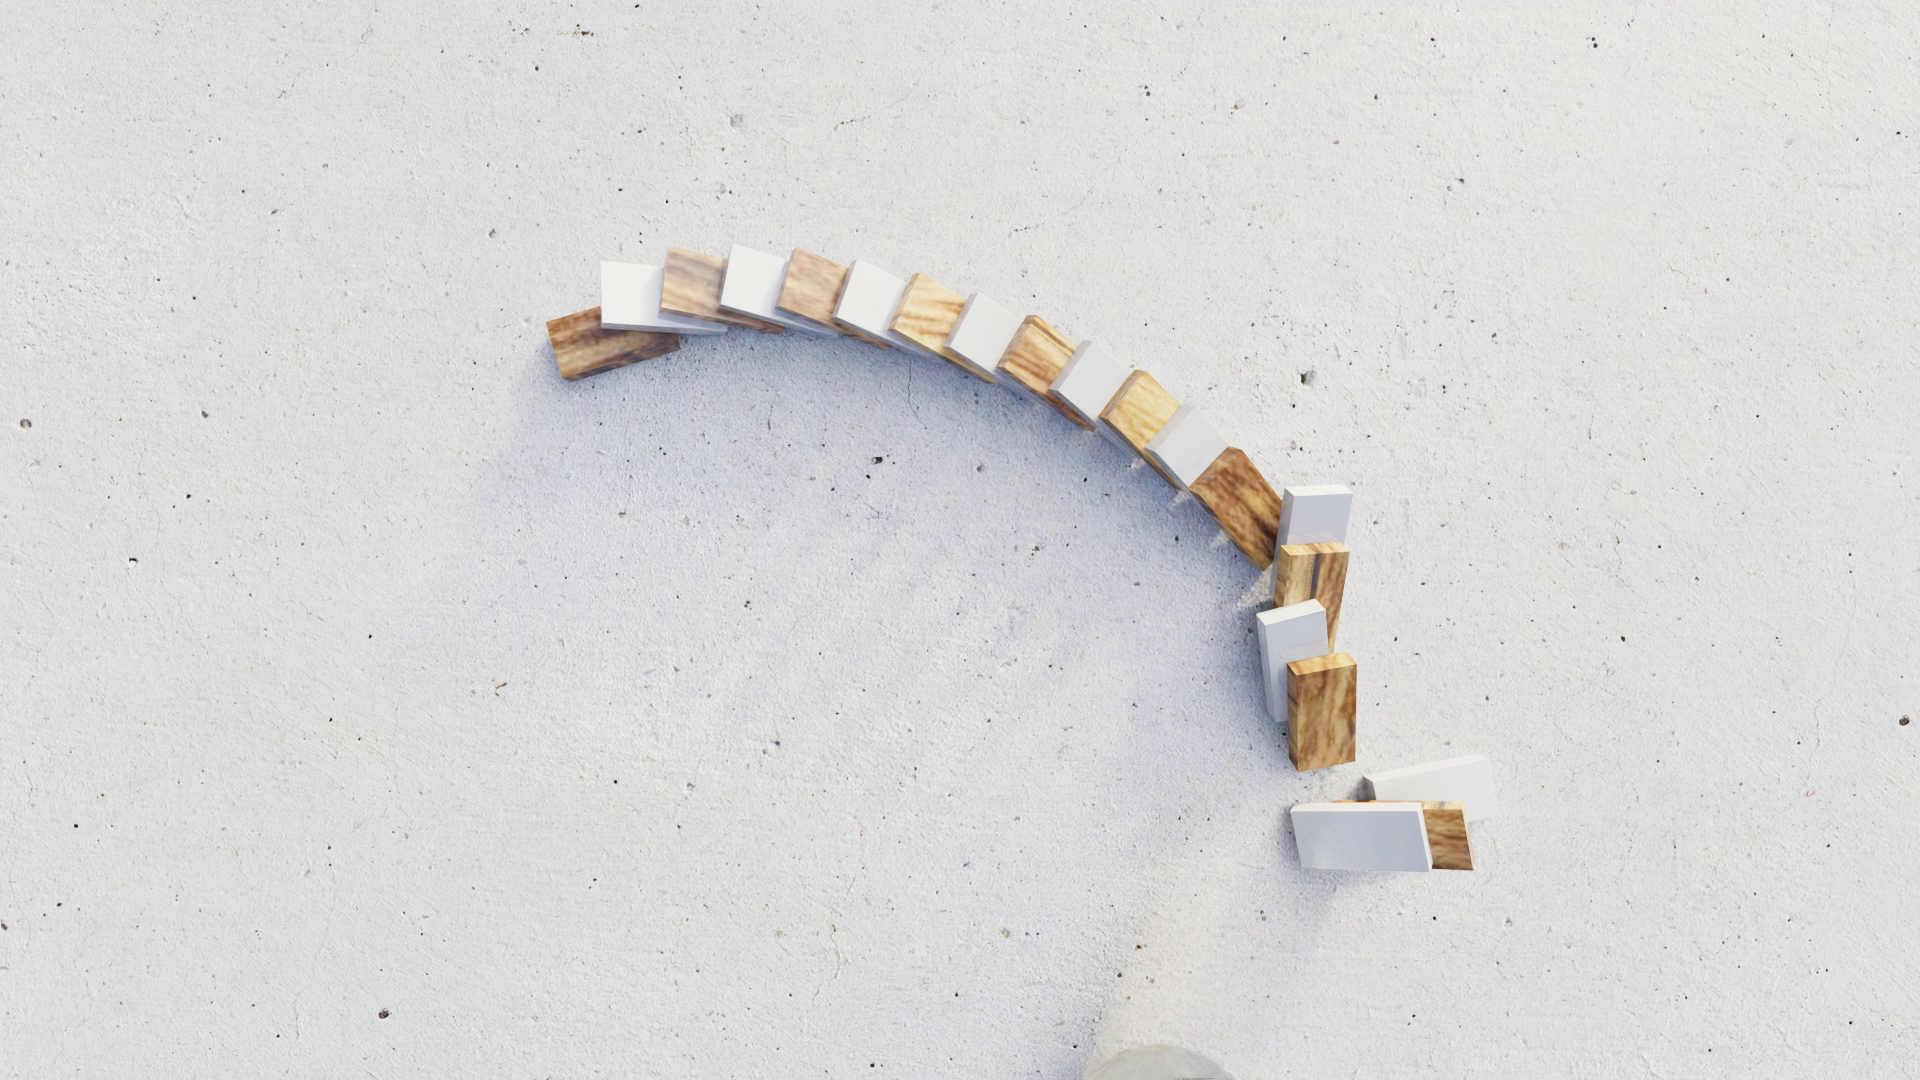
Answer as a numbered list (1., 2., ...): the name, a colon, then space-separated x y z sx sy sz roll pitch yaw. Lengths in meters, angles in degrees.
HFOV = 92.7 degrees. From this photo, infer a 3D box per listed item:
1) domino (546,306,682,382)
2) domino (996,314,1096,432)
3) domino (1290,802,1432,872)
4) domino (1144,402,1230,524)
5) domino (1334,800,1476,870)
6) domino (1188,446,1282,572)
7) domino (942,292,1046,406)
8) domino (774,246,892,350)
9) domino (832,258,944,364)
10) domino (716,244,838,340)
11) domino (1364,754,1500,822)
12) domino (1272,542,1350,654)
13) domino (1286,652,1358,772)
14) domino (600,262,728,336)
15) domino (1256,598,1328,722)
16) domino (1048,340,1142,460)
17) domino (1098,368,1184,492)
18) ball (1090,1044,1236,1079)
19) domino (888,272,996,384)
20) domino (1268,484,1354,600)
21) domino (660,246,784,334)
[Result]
1. domino: -0.149 -0.088 0.395 0.050 0.010 0.025 -17 90 0
2. domino: 0.042 -0.070 0.386 0.050 0.009 0.025 31 90 -24
3. domino: 0.167 0.124 0.382 0.050 0.010 0.025 -11 90 34
4. domino: 0.103 -0.031 0.385 0.050 0.010 0.025 42 90 -24
5. domino: 0.184 0.123 0.382 0.050 0.009 0.025 -10 90 34
6. domino: 0.121 -0.013 0.386 0.025 0.009 0.050 -45 113 0
7. domino: 0.020 -0.080 0.386 0.050 0.010 0.025 28 90 -24
8. domino: -0.050 -0.101 0.386 0.050 0.010 0.025 17 90 -24
9. domino: -0.026 -0.095 0.386 0.050 0.010 0.025 20 90 -24
10. domino: -0.074 -0.104 0.386 0.050 0.009 0.025 11 90 -24
11. domino: 0.203 0.110 0.395 0.050 0.010 0.025 -11 90 0
12. domino: 0.146 0.026 0.384 0.025 0.010 0.050 -4 115 -4
13. domino: 0.152 0.073 0.385 0.025 0.009 0.050 -11 115 0
14. domino: -0.124 -0.101 0.385 0.050 0.010 0.025 -2 89 -24
15. domino: 0.141 0.051 0.385 0.025 0.010 0.050 -15 115 1
16. domino: 0.064 -0.059 0.386 0.050 0.010 0.025 35 90 -24
17. domino: 0.084 -0.046 0.386 0.050 0.009 0.025 38 90 -24
18. ball: 0.082 0.243 0.360 0.080 0.080 0.080 0 90 0
19. domino: -0.002 -0.088 0.386 0.050 0.010 0.025 24 90 -24
20. domino: 0.147 0.002 0.384 0.025 0.009 0.050 -3 115 -5
21. domino: -0.099 -0.104 0.386 0.050 0.009 0.025 6 90 -24
